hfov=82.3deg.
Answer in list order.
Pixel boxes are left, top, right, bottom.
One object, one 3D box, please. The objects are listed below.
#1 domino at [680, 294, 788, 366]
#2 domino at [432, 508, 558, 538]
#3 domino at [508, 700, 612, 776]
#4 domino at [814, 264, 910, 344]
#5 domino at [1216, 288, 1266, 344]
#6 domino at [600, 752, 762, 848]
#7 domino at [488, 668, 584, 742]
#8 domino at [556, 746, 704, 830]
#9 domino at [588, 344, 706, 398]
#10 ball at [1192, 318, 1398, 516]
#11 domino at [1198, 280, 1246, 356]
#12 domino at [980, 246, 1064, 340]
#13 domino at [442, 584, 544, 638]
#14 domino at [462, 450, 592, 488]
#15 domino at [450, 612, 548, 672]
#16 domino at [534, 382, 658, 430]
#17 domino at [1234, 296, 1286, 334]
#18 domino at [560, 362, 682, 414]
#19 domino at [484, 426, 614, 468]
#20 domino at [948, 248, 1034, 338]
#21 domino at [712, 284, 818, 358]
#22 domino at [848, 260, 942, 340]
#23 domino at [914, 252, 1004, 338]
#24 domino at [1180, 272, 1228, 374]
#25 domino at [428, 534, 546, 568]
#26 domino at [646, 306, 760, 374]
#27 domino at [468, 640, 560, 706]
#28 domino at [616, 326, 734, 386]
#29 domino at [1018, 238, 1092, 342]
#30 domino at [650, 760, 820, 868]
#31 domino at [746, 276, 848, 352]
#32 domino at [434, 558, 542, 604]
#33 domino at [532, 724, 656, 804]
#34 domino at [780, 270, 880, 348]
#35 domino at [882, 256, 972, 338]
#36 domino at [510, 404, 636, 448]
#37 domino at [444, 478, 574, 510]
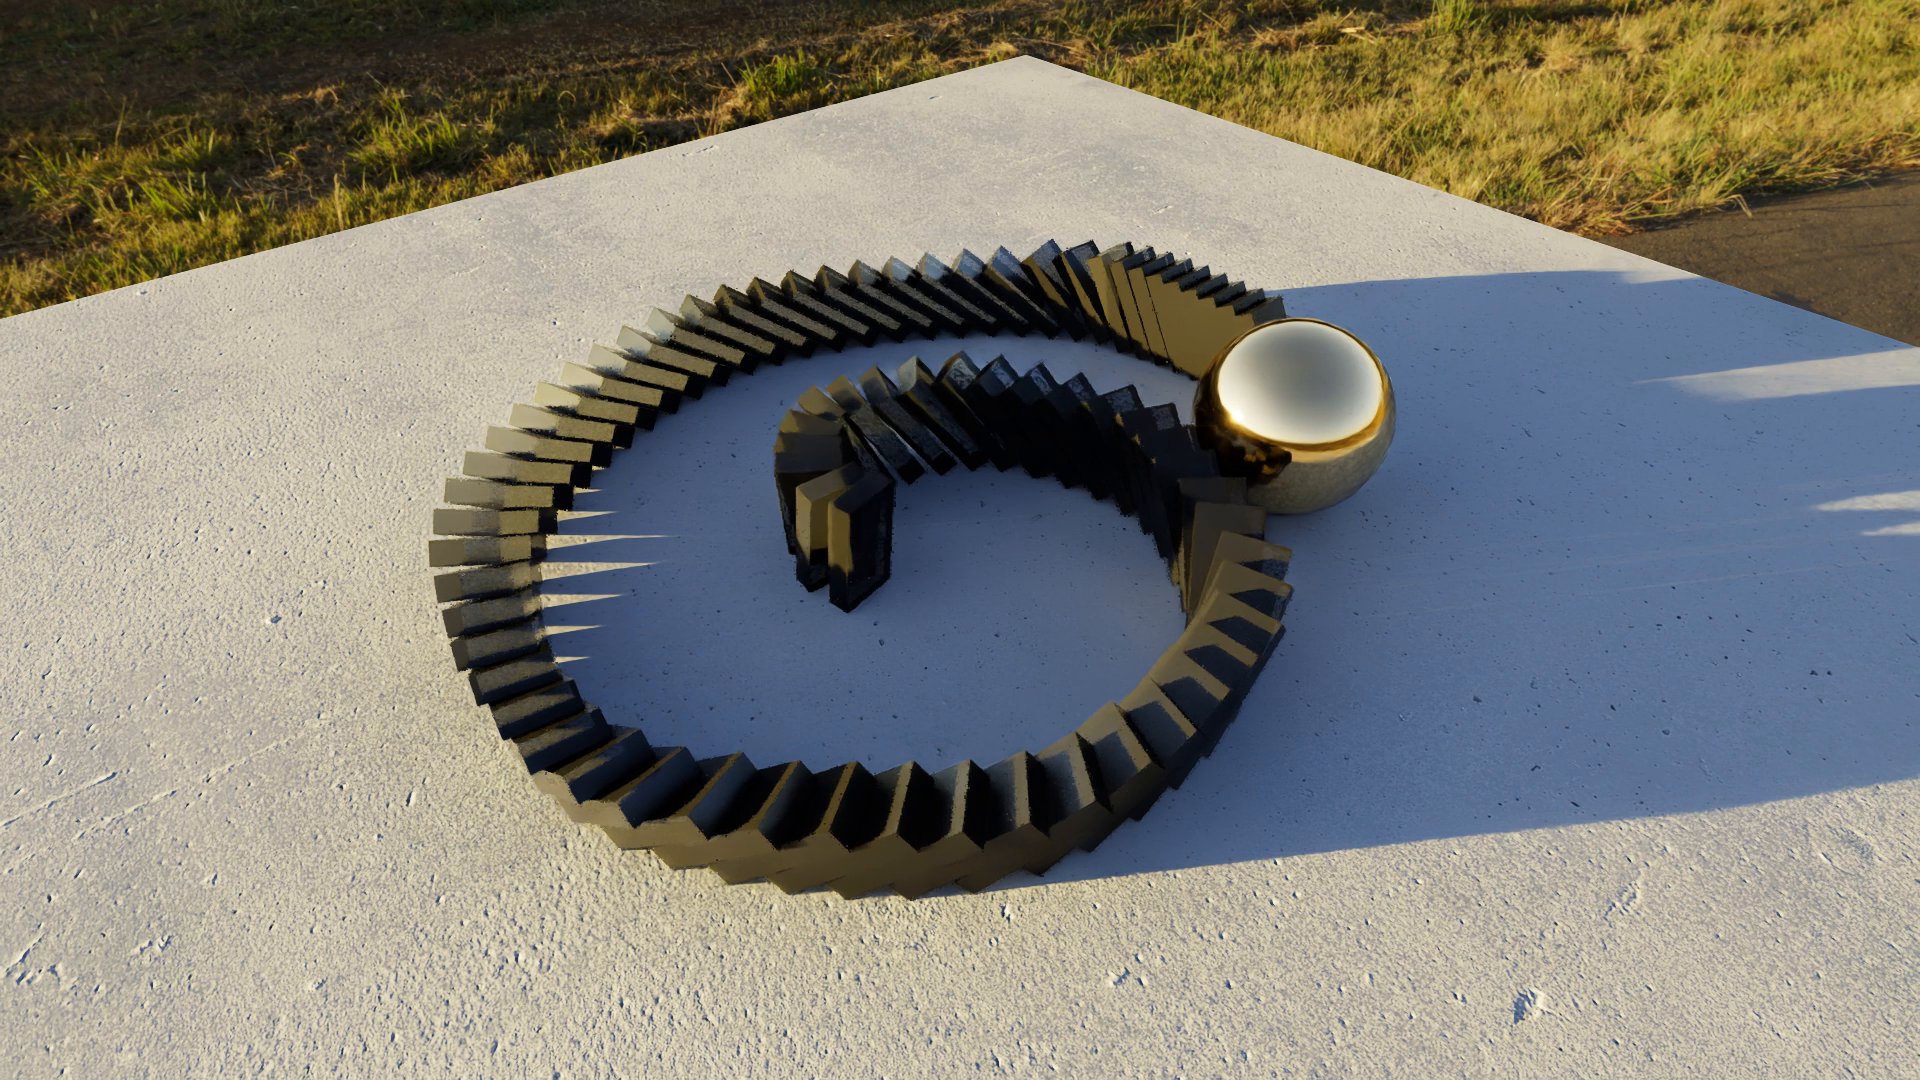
[{"bbox_3d":[-0.113,-0.105,0.549,0.050,0.010,0.025,17,22,-42],"label":"domino"},{"bbox_3d":[-0.180,-0.007,0.430,0.025,0.010,0.050,2,2,3],"label":"domino"},{"bbox_3d":[-0.128,0.061,0.347,0.025,0.009,0.050,-25,9,-26],"label":"domino"},{"bbox_3d":[-0.051,-0.123,0.571,0.050,0.009,0.025,23,29,-31],"label":"domino"},{"bbox_3d":[0.140,-0.092,0.524,0.025,0.050,0.010,-32,21,-33],"label":"domino"},{"bbox_3d":[-0.083,0.078,0.326,0.050,0.010,0.025,-19,22,43],"label":"domino"},{"bbox_3d":[-0.139,0.052,0.357,0.025,0.009,0.050,-22,7,-24],"label":"domino"},{"bbox_3d":[-0.100,0.074,0.331,0.025,0.010,0.050,-38,15,-37],"label":"domino"},{"bbox_3d":[-0.147,-0.079,0.518,0.025,0.010,0.050,27,10,29],"label":"domino"},{"bbox_3d":[0.135,-0.050,0.449,0.080,0.080,0.080,0,39,0],"label":"ball"},{"bbox_3d":[0.132,-0.096,0.530,0.025,0.050,0.009,-32,21,-33],"label":"domino"},{"bbox_3d":[0.035,-0.131,0.580,0.050,0.010,0.025,38,39,-14],"label":"domino"},{"bbox_3d":[-0.165,0.025,0.391,0.025,0.009,0.050,-12,5,-14],"label":"domino"},{"bbox_3d":[-0.178,-0.029,0.457,0.025,0.009,0.050,11,4,14],"label":"domino"},{"bbox_3d":[-0.158,0.034,0.379,0.025,0.009,0.050,-14,5,-17],"label":"domino"},{"bbox_3d":[-0.163,-0.060,0.495,0.025,0.009,0.050,20,7,23],"label":"domino"},{"bbox_3d":[0.147,-0.086,0.518,0.025,0.050,0.010,-32,21,-33],"label":"domino"},{"bbox_3d":[-0.155,-0.070,0.507,0.025,0.009,0.050,23,9,26],"label":"domino"},{"bbox_3d":[-0.174,-0.040,0.470,0.025,0.010,0.050,14,5,17],"label":"domino"},{"bbox_3d":[0.018,-0.131,0.581,0.050,0.009,0.025,34,37,-17],"label":"domino"},{"bbox_3d":[-0.098,-0.111,0.556,0.050,0.009,0.025,20,24,-38],"label":"domino"},{"bbox_3d":[-0.034,-0.126,0.575,0.050,0.010,0.025,25,30,-28],"label":"domino"},{"bbox_3d":[0.000,-0.129,0.580,0.050,0.009,0.025,29,34,-22],"label":"domino"},{"bbox_3d":[0.125,-0.102,0.537,0.025,0.050,0.010,-32,21,-33],"label":"domino"},{"bbox_3d":[-0.178,0.004,0.417,0.025,0.010,0.050,-2,2,-3],"label":"domino"},{"bbox_3d":[-0.126,-0.097,0.540,0.050,0.010,0.025,15,20,-47],"label":"domino"},{"bbox_3d":[-0.149,0.044,0.368,0.025,0.009,0.050,-18,6,-21],"label":"domino"},{"bbox_3d":[-0.137,-0.088,0.529,0.025,0.010,0.050,32,13,33],"label":"domino"},{"bbox_3d":[0.055,-0.131,0.578,0.050,0.009,0.025,52,47,-9],"label":"domino"},{"bbox_3d":[-0.066,0.081,0.323,0.050,0.010,0.025,-20,25,37],"label":"domino"},{"bbox_3d":[-0.083,-0.115,0.562,0.050,0.010,0.025,21,26,-36],"label":"domino"},{"bbox_3d":[-0.172,0.015,0.404,0.025,0.010,0.050,-8,3,-9],"label":"domino"},{"bbox_3d":[-0.115,0.068,0.338,0.025,0.010,0.050,-32,12,-32],"label":"domino"},{"bbox_3d":[-0.067,-0.119,0.567,0.050,0.010,0.025,22,27,-33],"label":"domino"},{"bbox_3d":[-0.017,-0.128,0.578,0.050,0.009,0.025,27,32,-25],"label":"domino"},{"bbox_3d":[-0.169,-0.050,0.482,0.025,0.009,0.050,17,6,19],"label":"domino"},{"bbox_3d":[-0.181,-0.018,0.444,0.025,0.010,0.050,8,3,10],"label":"domino"}]
